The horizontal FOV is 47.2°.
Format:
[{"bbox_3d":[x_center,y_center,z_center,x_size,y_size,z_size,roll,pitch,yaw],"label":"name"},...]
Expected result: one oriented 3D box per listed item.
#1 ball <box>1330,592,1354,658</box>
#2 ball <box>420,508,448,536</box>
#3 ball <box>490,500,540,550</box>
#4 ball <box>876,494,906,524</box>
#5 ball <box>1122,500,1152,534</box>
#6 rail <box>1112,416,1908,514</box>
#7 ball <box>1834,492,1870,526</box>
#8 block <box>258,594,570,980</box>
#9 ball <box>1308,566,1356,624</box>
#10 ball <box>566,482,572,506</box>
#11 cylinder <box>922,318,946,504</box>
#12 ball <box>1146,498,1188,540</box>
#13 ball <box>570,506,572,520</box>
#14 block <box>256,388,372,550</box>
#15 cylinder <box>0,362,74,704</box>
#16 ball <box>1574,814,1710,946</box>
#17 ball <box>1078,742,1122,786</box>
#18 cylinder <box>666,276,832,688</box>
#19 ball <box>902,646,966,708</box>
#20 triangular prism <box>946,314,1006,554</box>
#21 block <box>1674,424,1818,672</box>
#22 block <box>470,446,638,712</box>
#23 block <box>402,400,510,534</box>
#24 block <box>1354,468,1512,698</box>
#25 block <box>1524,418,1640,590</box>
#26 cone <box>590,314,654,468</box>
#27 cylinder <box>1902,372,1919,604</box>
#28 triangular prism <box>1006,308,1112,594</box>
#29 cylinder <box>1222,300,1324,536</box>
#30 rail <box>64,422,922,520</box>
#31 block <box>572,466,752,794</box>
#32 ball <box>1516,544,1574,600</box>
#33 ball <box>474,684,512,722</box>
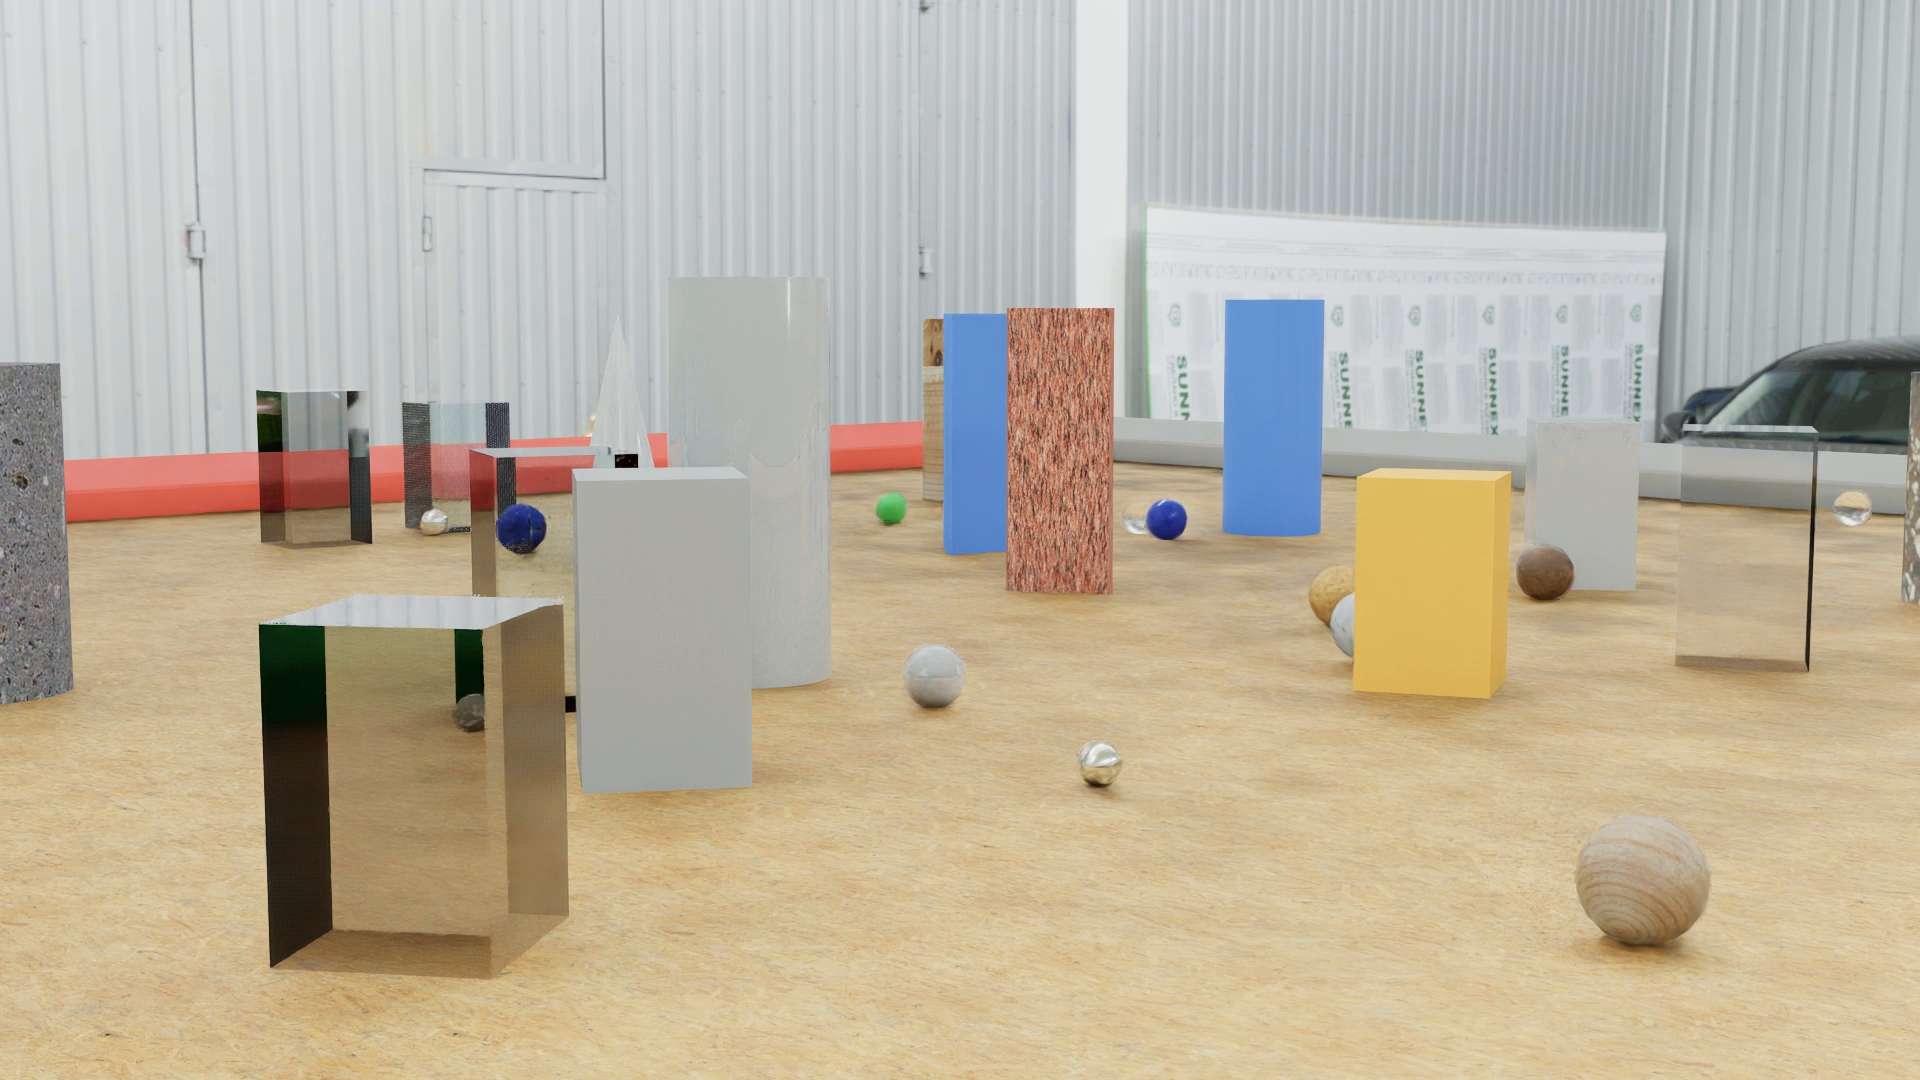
[{"bbox_3d":[0.513,0.108,2.771,0.091,0.091,0.091,0,6,0],"label":"ball"},{"bbox_3d":[-1.041,-0.036,4.357,0.053,0.053,0.053,0,6,0],"label":"ball"},{"bbox_3d":[-0.828,-0.027,4.088,0.092,0.092,0.092,0,6,0],"label":"ball"},{"bbox_3d":[-0.142,-0.064,4.578,0.064,0.064,0.064,0,6,0],"label":"ball"},{"bbox_3d":[0.356,-0.045,4.371,0.070,0.070,0.070,0,6,0],"label":"ball"},{"bbox_3d":[1.835,-0.143,5.016,0.045,0.128,4.497,-5,8,-42],"label":"rail"},{"bbox_3d":[1.845,-0.065,4.549,0.072,0.072,0.072,0,6,0],"label":"ball"},{"bbox_3d":[-0.378,0.167,1.544,0.157,0.236,0.157,1,6,9],"label":"block"},{"bbox_3d":[0.535,0.079,3.099,0.086,0.086,0.086,0,6,0],"label":"ball"},{"bbox_3d":[-0.808,-0.099,4.774,0.093,0.093,0.093,0,6,0],"label":"ball"},{"bbox_3d":[0.010,-0.305,5.153,0.196,0.424,0.196,0,6,0],"label":"cylinder"},{"bbox_3d":[0.401,-0.040,4.265,0.081,0.081,0.081,0,6,0],"label":"ball"},{"bbox_3d":[-0.735,-0.053,4.377,0.083,0.083,0.083,0,6,0],"label":"ball"},{"bbox_3d":[-1.233,-0.139,4.198,0.157,0.293,0.157,-5,8,-38],"label":"block"},{"bbox_3d":[-1.142,-0.012,2.552,0.196,0.382,0.196,0,6,0],"label":"cylinder"},{"bbox_3d":[0.480,0.239,1.547,0.091,0.091,0.091,0,6,0],"label":"ball"},{"bbox_3d":[0.131,0.210,2.061,0.042,0.042,0.042,0,6,0],"label":"ball"},{"bbox_3d":[-0.255,-0.075,2.667,0.196,0.483,0.196,0,6,0],"label":"cylinder"},{"bbox_3d":[-0.029,0.154,2.465,0.071,0.071,0.071,0,6,0],"label":"ball"},{"bbox_3d":[0.012,-0.202,4.100,0.170,0.438,0.147,-4,7,-33],"label":"triangular prism"},{"bbox_3d":[0.995,0.006,2.790,0.157,0.296,0.157,2,6,18],"label":"block"},{"bbox_3d":[-0.461,0.042,2.499,0.157,0.286,0.157,-3,6,-23],"label":"block"},{"bbox_3d":[-1.027,-0.152,4.490,0.157,0.258,0.157,-5,8,-41],"label":"block"},{"bbox_3d":[0.563,0.047,2.616,0.157,0.251,0.157,2,6,20],"label":"block"},{"bbox_3d":[1.008,-0.061,3.574,0.157,0.267,0.157,1,6,8],"label":"block"},{"bbox_3d":[-0.611,-0.188,3.944,0.196,0.441,0.196,0,6,0],"label":"cone"},{"bbox_3d":[1.546,-0.079,3.346,0.196,0.349,0.196,0,6,0],"label":"cylinder"},{"bbox_3d":[0.176,-0.147,3.529,0.170,0.448,0.147,2,6,16],"label":"triangular prism"},{"bbox_3d":[0.628,-0.248,4.409,0.196,0.465,0.196,0,6,0],"label":"cylinder"},{"bbox_3d":[-1.509,-0.137,4.958,5.040,0.128,0.045,-5,8,-42],"label":"rail"},{"bbox_3d":[-0.287,0.081,2.106,0.157,0.290,0.157,-1,6,-11],"label":"block"},{"bbox_3d":[0.899,0.049,3.381,0.087,0.087,0.087,0,6,0],"label":"ball"},{"bbox_3d":[-0.506,0.177,2.386,0.040,0.040,0.040,0,6,0],"label":"ball"}]
